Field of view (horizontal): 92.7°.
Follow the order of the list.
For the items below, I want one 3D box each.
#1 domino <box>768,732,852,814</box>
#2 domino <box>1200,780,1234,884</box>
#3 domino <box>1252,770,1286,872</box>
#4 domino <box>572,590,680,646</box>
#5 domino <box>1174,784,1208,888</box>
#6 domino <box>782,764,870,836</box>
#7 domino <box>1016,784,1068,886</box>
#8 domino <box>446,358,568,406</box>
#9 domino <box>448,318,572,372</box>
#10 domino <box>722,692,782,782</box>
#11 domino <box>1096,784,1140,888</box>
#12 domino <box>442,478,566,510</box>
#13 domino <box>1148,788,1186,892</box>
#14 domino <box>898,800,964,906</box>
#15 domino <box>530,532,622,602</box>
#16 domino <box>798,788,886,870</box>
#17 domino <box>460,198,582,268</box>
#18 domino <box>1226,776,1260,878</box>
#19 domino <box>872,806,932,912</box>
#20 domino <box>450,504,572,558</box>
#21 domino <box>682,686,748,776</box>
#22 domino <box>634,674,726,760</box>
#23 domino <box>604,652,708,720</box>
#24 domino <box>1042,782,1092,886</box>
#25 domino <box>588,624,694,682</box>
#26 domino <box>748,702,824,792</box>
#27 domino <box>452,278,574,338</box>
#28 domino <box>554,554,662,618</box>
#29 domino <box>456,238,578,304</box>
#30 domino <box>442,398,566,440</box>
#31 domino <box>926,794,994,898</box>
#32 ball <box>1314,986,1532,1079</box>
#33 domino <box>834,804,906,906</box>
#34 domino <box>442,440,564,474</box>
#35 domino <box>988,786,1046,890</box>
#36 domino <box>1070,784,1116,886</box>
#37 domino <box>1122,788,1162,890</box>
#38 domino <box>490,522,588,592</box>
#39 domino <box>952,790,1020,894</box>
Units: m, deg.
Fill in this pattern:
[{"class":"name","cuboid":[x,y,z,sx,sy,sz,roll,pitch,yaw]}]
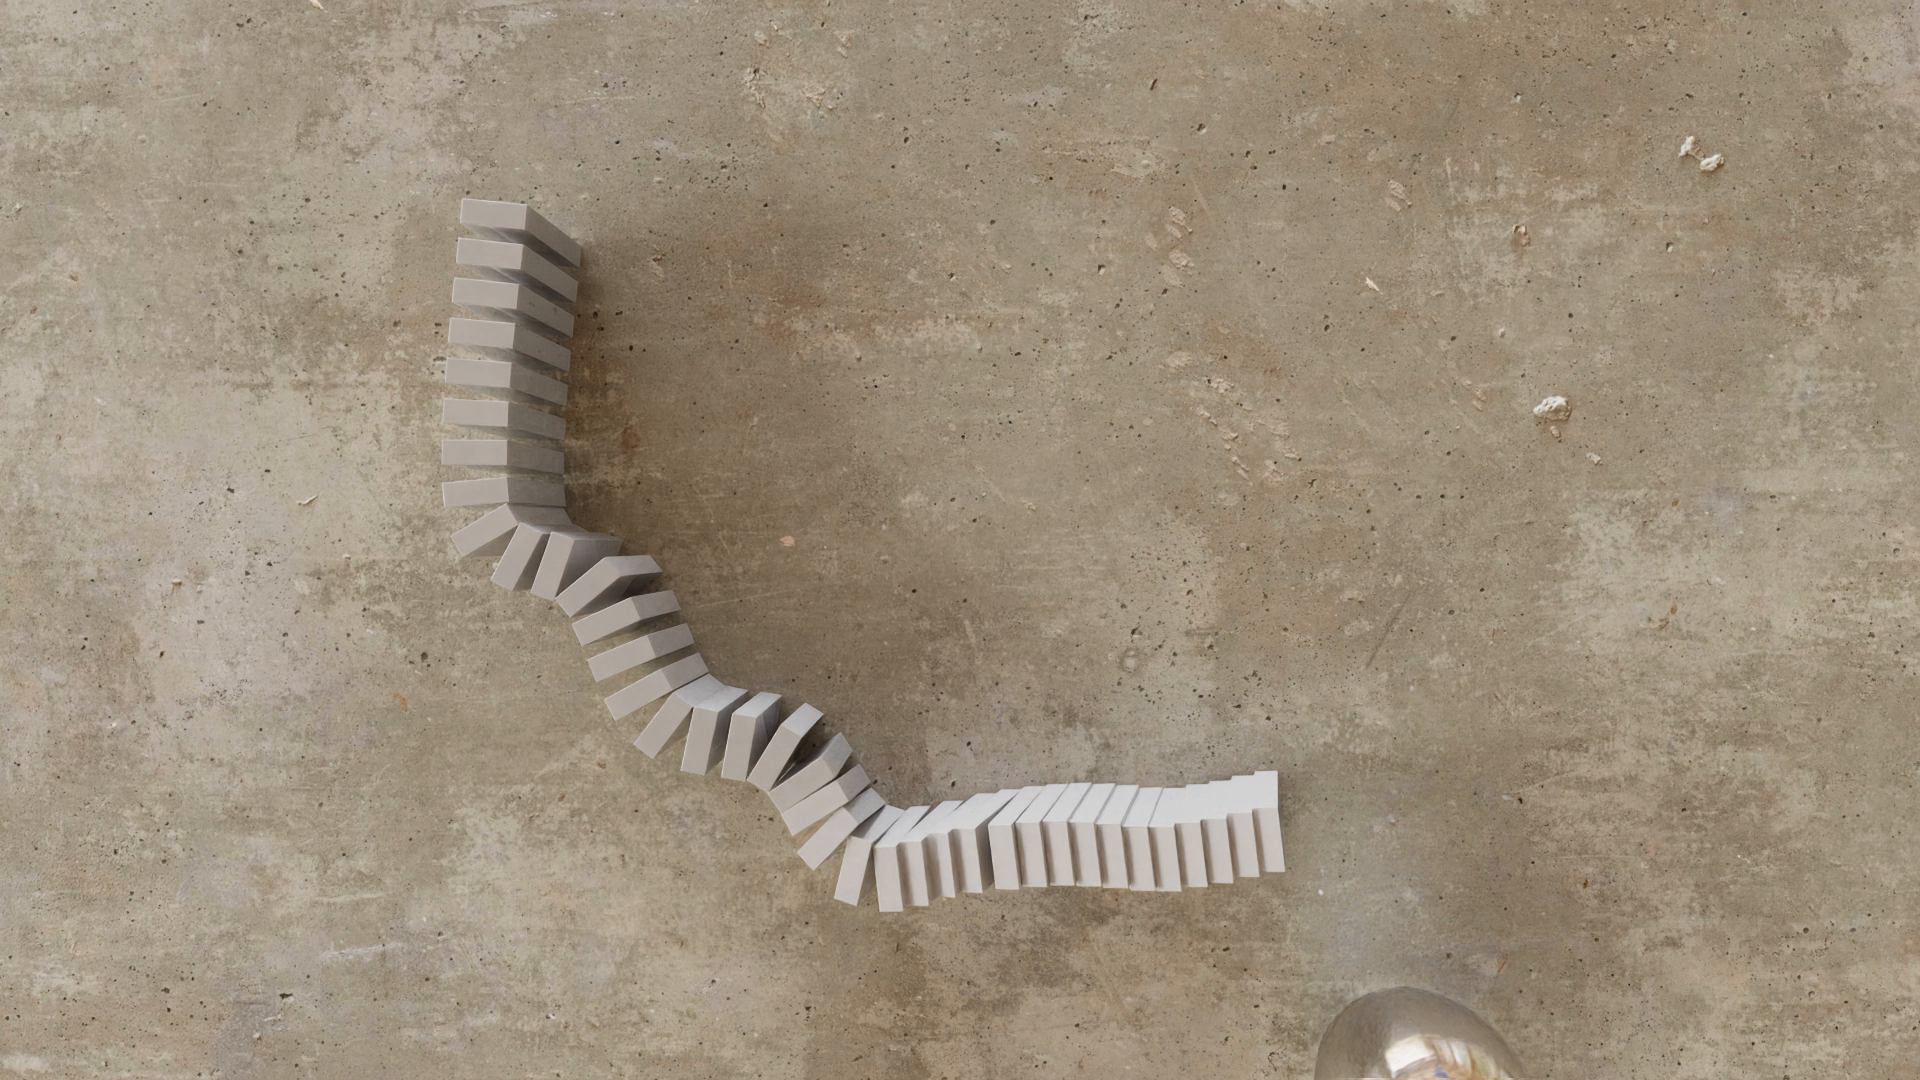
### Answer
[{"class":"domino","cuboid":[-0.060,0.094,0.375,0.025,0.050,0.009,-34,88,0]},{"class":"domino","cuboid":[0.107,0.118,0.375,0.009,0.050,0.025,-7,90,19]},{"class":"domino","cuboid":[0.126,0.114,0.375,0.009,0.050,0.025,-7,90,19]},{"class":"domino","cuboid":[-0.135,0.031,0.375,0.025,0.050,0.010,-25,90,0]},{"class":"domino","cuboid":[0.097,0.120,0.375,0.009,0.050,0.025,-7,90,19]},{"class":"domino","cuboid":[-0.054,0.105,0.375,0.025,0.050,0.010,-32,82,0]},{"class":"domino","cuboid":[0.036,0.120,0.375,0.009,0.050,0.025,-7,90,20]},{"class":"domino","cuboid":[-0.184,-0.064,0.375,0.025,0.050,0.010,4,90,0]},{"class":"domino","cuboid":[-0.183,-0.079,0.375,0.025,0.050,0.010,5,90,0]},{"class":"domino","cuboid":[-0.084,0.079,0.375,0.010,0.050,0.025,10,90,0]},{"class":"domino","cuboid":[0.066,0.120,0.375,0.010,0.050,0.025,-7,90,19]},{"class":"domino","cuboid":[-0.185,-0.018,0.375,0.025,0.050,0.009,-5,90,0]},{"class":"domino","cuboid":[0.087,0.121,0.375,0.010,0.050,0.025,-7,90,19]},{"class":"domino","cuboid":[-0.010,0.127,0.375,0.009,0.050,0.025,-7,90,19]},{"class":"domino","cuboid":[-0.156,0.010,0.375,0.010,0.050,0.025,19,90,0]},{"class":"domino","cuboid":[-0.047,0.117,0.375,0.009,0.050,0.025,44,90,10]},{"class":"domino","cuboid":[-0.178,-0.125,0.375,0.025,0.050,0.010,6,90,0]},{"class":"domino","cuboid":[0.117,0.116,0.375,0.009,0.050,0.025,-7,90,19]},{"class":"domino","cuboid":[-0.022,0.129,0.375,0.010,0.050,0.025,-7,90,14]},{"class":"domino","cuboid":[-0.182,-0.004,0.375,0.025,0.050,0.010,-30,90,0]},{"class":"domino","cuboid":[-0.099,0.077,0.375,0.009,0.050,0.025,12,90,0]},{"class":"domino","cuboid":[-0.113,0.071,0.375,0.010,0.050,0.025,37,90,0]},{"class":"domino","cuboid":[-0.123,0.059,0.375,0.025,0.050,0.009,-29,90,0]},{"class":"domino","cuboid":[0.046,0.119,0.375,0.009,0.050,0.025,-7,90,19]},{"class":"domino","cuboid":[-0.129,0.045,0.375,0.025,0.050,0.009,-22,90,0]},{"class":"domino","cuboid":[-0.070,0.084,0.375,0.009,0.050,0.025,31,90,1]},{"class":"domino","cuboid":[-0.181,-0.094,0.375,0.025,0.050,0.010,6,90,0]},{"class":"domino","cuboid":[-0.142,0.018,0.375,0.025,0.050,0.010,-40,90,0]},{"class":"domino","cuboid":[-0.180,-0.109,0.375,0.025,0.050,0.009,6,90,0]},{"class":"domino","cuboid":[-0.185,-0.049,0.375,0.025,0.050,0.010,3,90,0]},{"class":"domino","cuboid":[0.003,0.124,0.375,0.009,0.050,0.025,-7,90,25]},{"class":"ball","cuboid":[0.182,0.220,0.360,0.080,0.080,0.080,0,90,0]},{"class":"domino","cuboid":[-0.036,0.128,0.375,0.009,0.050,0.025,13,90,12]},{"class":"domino","cuboid":[-0.185,-0.033,0.375,0.025,0.050,0.009,0,90,0]},{"class":"domino","cuboid":[0.025,0.121,0.375,0.010,0.050,0.025,-7,90,20]},{"class":"domino","cuboid":[0.056,0.119,0.375,0.009,0.050,0.025,-7,90,19]},{"class":"domino","cuboid":[0.077,0.121,0.375,0.010,0.050,0.025,-7,90,19]},{"class":"domino","cuboid":[-0.169,0.006,0.375,0.010,0.050,0.025,28,90,0]},{"class":"domino","cuboid":[0.013,0.122,0.375,0.010,0.050,0.025,-7,90,25]}]
